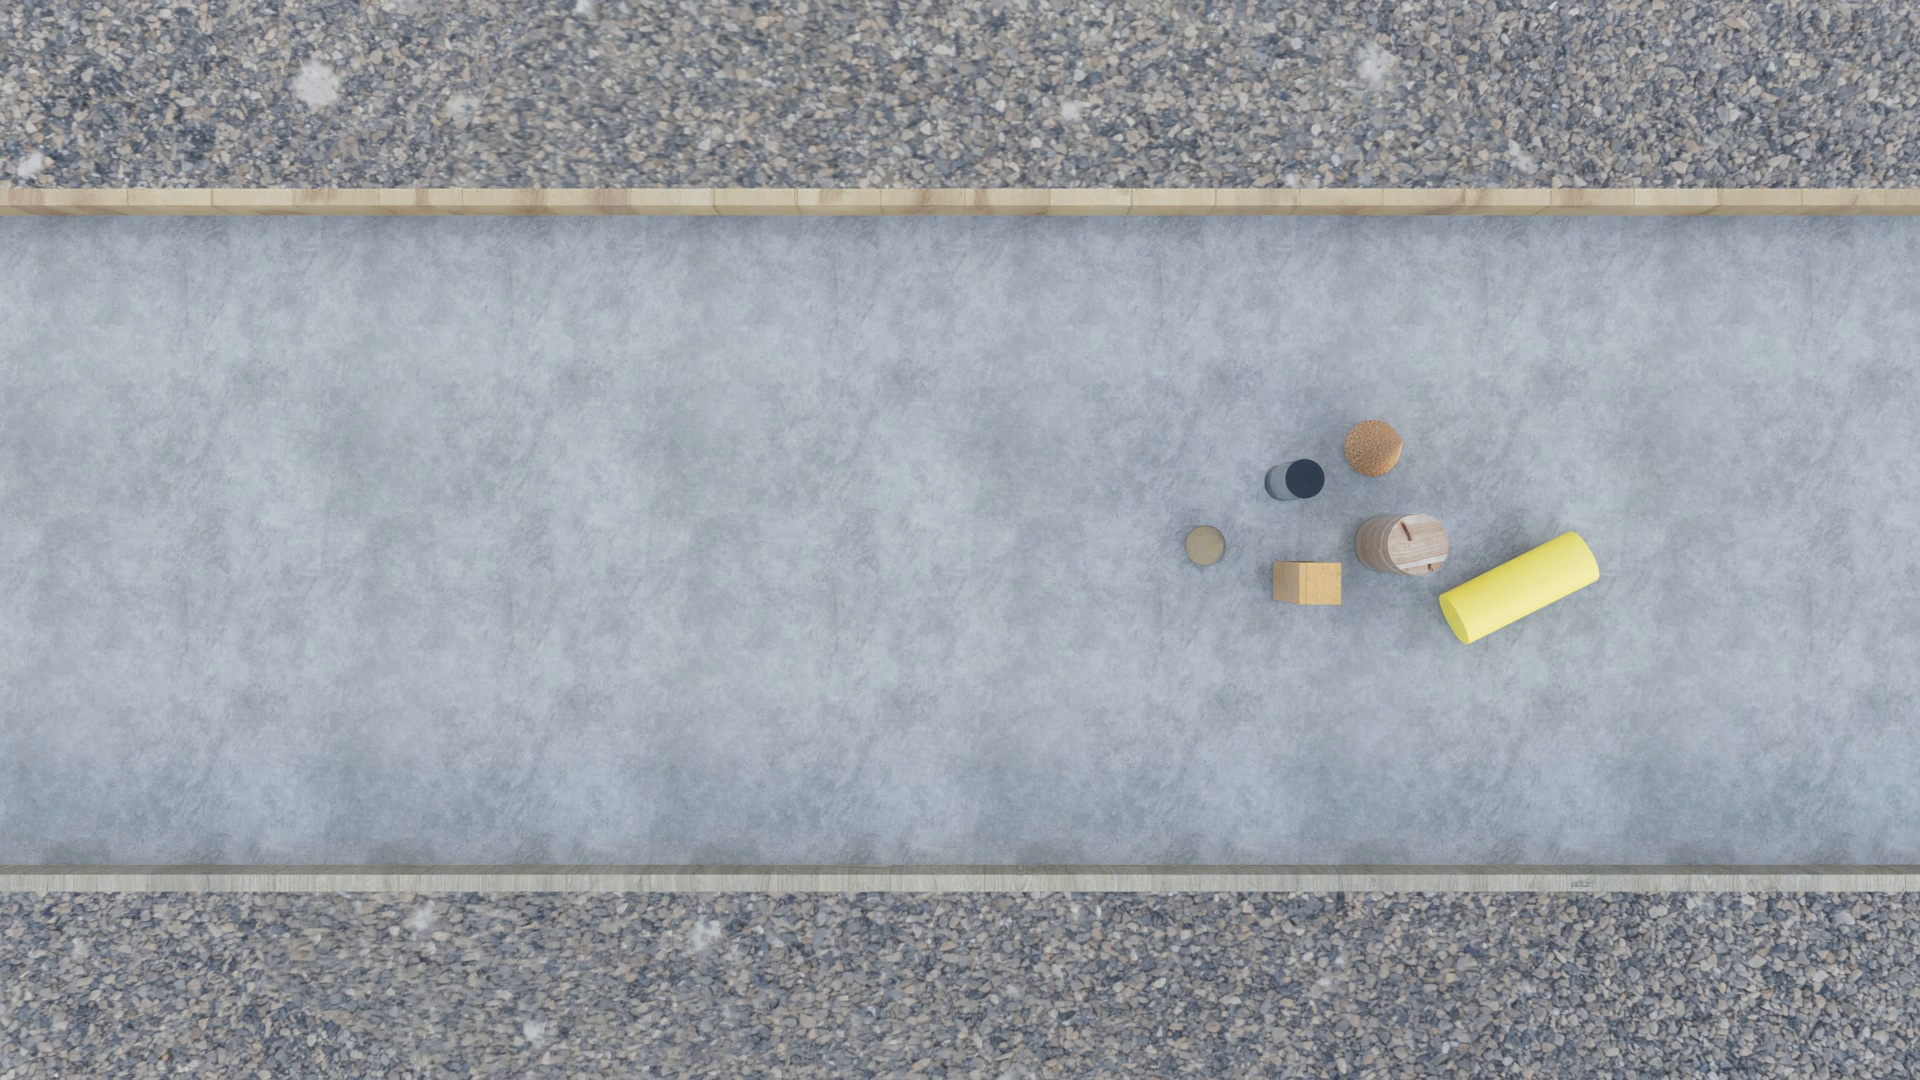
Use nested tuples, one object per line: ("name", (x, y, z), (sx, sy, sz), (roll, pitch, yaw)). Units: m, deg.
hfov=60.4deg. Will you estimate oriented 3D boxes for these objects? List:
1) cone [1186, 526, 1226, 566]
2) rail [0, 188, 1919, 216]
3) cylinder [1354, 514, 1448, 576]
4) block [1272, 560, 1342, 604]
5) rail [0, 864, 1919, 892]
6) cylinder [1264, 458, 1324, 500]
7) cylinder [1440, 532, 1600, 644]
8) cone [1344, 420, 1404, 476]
("cone", (0.756, 0.017, 4.907), (0.126, 0.340, 0.126), (0, 90, 0))
("rail", (-2.247, -1.025, 5.002), (12.000, 0.150, 0.050), (0, 90, 0))
("cylinder", (1.301, 0.013, 4.879), (0.175, 0.394, 0.175), (0, 90, 0))
("block", (1.023, 0.124, 4.878), (0.118, 0.396, 0.118), (0, 90, 0))
("rail", (-2.247, 1.025, 5.001), (12.000, 0.150, 0.050), (0, 90, 0))
("cylinder", (0.994, -0.177, 4.915), (0.114, 0.323, 0.114), (0, 90, 0))
("cylinder", (1.690, 0.144, 4.992), (0.436, 0.168, 0.168), (-26, 90, 0))
("cone", (1.270, -0.283, 4.901), (0.173, 0.350, 0.173), (0, 90, 0))
